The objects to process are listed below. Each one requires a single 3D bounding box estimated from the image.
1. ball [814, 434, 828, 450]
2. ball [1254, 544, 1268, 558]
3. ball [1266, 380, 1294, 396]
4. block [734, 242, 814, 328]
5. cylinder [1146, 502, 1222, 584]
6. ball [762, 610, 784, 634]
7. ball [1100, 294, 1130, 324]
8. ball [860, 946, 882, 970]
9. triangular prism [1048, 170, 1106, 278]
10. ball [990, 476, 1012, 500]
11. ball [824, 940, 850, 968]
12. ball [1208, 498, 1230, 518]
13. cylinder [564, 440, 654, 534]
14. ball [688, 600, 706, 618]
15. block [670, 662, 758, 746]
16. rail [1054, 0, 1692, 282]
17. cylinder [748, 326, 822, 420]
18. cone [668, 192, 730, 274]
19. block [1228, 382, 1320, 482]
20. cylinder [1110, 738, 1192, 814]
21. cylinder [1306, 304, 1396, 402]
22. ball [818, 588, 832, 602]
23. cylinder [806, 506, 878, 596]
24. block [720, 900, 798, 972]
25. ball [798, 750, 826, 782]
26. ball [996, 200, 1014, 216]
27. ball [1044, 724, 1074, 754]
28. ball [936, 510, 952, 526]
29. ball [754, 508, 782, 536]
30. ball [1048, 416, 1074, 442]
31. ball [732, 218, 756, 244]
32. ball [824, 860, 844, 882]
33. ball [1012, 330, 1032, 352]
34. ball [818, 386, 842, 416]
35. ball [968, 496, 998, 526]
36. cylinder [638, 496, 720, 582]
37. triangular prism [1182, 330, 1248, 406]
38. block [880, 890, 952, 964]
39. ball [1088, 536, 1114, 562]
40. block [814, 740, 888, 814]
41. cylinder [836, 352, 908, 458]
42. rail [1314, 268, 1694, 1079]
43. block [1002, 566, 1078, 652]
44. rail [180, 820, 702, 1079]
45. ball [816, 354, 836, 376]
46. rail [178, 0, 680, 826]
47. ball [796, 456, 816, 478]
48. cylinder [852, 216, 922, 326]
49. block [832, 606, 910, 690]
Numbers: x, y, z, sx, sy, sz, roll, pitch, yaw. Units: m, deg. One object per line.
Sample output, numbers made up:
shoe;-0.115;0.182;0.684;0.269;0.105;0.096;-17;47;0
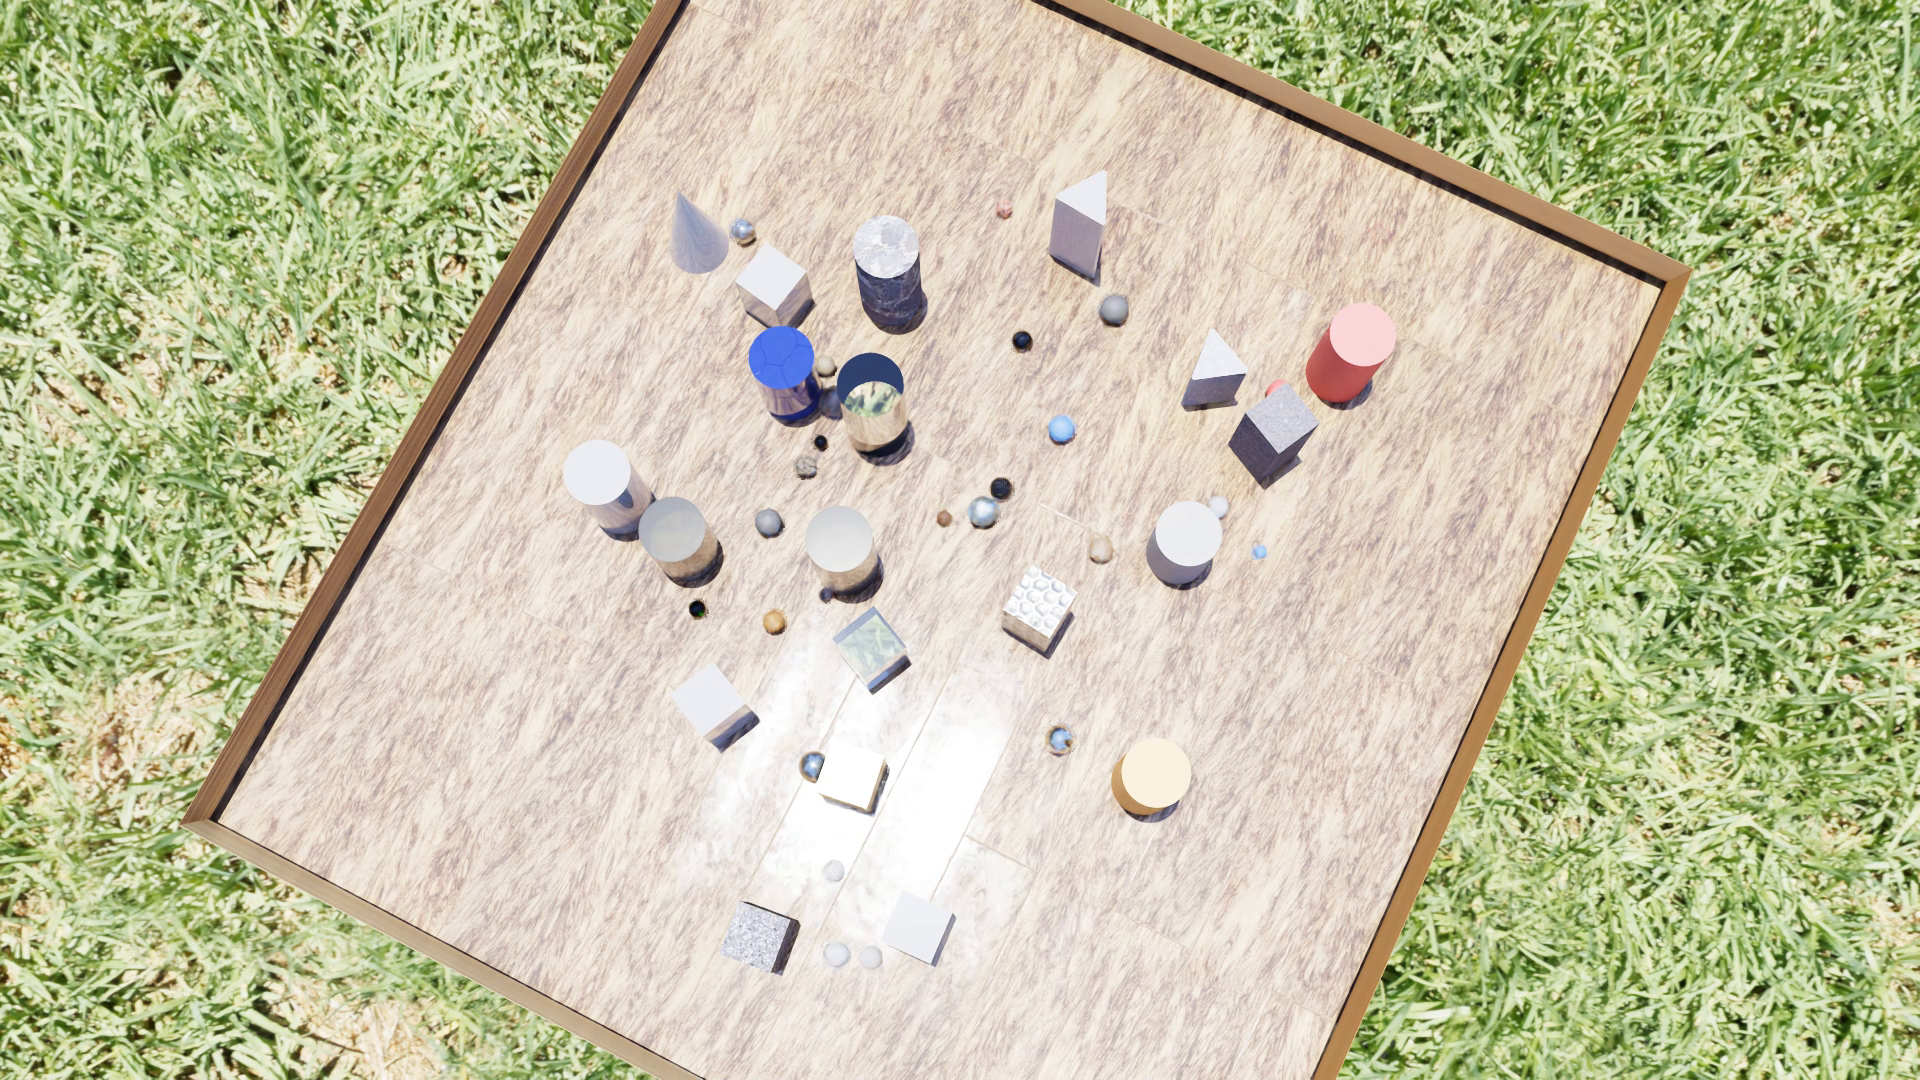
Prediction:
ball;-0.430;-0.303;5.657;0.044;0.044;0.044;0;78;0
ball;0.916;0.036;5.588;0.041;0.041;0.041;0;78;0
ball;0.990;-0.454;5.668;0.084;0.084;0.084;0;78;0
block;-0.570;-0.767;5.641;0.154;0.263;0.154;36;81;7
cylinder;0.665;0.011;5.464;0.193;0.294;0.193;0;78;0
ball;-0.563;0.247;5.530;0.070;0.070;0.070;0;78;0
ball;0.482;-0.721;5.719;0.091;0.091;0.091;0;78;0
ball;-0.258;1.215;5.331;0.067;0.067;0.067;0;78;0
triangular prism;0.388;-0.976;5.584;0.167;0.459;0.145;31;80;6
ball;0.126;-0.158;5.613;0.072;0.072;0.072;0;78;0
ball;-0.360;1.204;5.329;0.075;0.075;0.075;0;78;0
ball;0.790;-0.099;5.604;0.064;0.064;0.064;0;78;0
cylinder;-1.041;-0.154;5.445;0.193;0.397;0.193;0;78;0
ball;-0.795;0.209;5.545;0.055;0.055;0.055;0;78;0
block;-0.718;0.483;5.359;0.154;0.309;0.154;-38;81;-7
rail;0.784;-1.528;5.868;3.297;0.125;0.045;26;80;5
cylinder;-0.524;-0.500;5.542;0.193;0.348;0.193;0;78;0
cone;-0.828;-0.980;5.589;0.193;0.450;0.193;0;78;0
block;0.937;-0.318;5.495;0.154;0.366;0.154;-36;81;-7
cylinder;0.547;0.685;5.284;0.193;0.373;0.193;0;78;0
cylinder;1.176;-0.561;5.536;0.193;0.385;0.193;0;78;0
ball;-0.410;0.167;5.561;0.041;0.041;0.041;0;78;0
cylinder;-0.345;0.036;5.409;0.193;0.393;0.193;0;78;0
block;-0.576;1.137;5.255;0.154;0.247;0.154;20;79;4
ball;-0.433;0.671;5.430;0.094;0.094;0.094;0;78;0
ball;0.142;-1.052;5.807;0.053;0.053;0.053;0;78;0
ball;0.296;0.593;5.448;0.089;0.089;0.089;0;78;0
ball;-0.048;-0.068;5.606;0.047;0.047;0.047;0;78;0
ball;-0.584;-0.054;5.585;0.084;0.084;0.084;0;78;0
ball;0.312;-0.343;5.646;0.082;0.082;0.082;0;78;0
ball;-0.684;-0.974;5.779;0.076;0.076;0.076;0;78;0
ball;-0.370;0.970;5.383;0.064;0.064;0.064;0;78;0
ball;0.193;-0.621;5.712;0.065;0.065;0.065;0;78;0
ball;-0.387;-0.430;5.656;0.097;0.097;0.097;0;78;0
ball;0.070;-0.088;5.586;0.095;0.095;0.095;0;78;0
cylinder;-0.833;0.001;5.453;0.193;0.320;0.193;0;78;0
triangular prism;0.760;-0.529;5.578;0.167;0.290;0.145;-8;78;-2
block;-0.122;1.108;5.256;0.154;0.256;0.154;23;79;5
ball;0.429;0.028;5.571;0.078;0.078;0.078;0;78;0
block;-0.314;0.691;5.338;0.154;0.266;0.154;18;79;4
cylinder;-0.257;-0.397;5.463;0.193;0.462;0.193;0;78;0
rail;1.453;0.718;5.403;0.045;0.125;3.552;26;80;5
block;0.230;0.207;5.410;0.154;0.321;0.154;31;80;6
rail;-0.784;1.542;5.232;3.297;0.125;0.045;26;80;5
ball;-0.419;-0.544;5.697;0.063;0.063;0.063;0;78;0
rail;-1.453;-0.705;5.697;0.045;0.125;3.552;26;80;5
ball;-0.473;-0.227;5.630;0.066;0.066;0.066;0;78;0
cylinder;-0.216;-0.810;5.558;0.193;0.443;0.193;0;78;0
block;-0.262;0.322;5.420;0.154;0.255;0.154;-38;81;-7
